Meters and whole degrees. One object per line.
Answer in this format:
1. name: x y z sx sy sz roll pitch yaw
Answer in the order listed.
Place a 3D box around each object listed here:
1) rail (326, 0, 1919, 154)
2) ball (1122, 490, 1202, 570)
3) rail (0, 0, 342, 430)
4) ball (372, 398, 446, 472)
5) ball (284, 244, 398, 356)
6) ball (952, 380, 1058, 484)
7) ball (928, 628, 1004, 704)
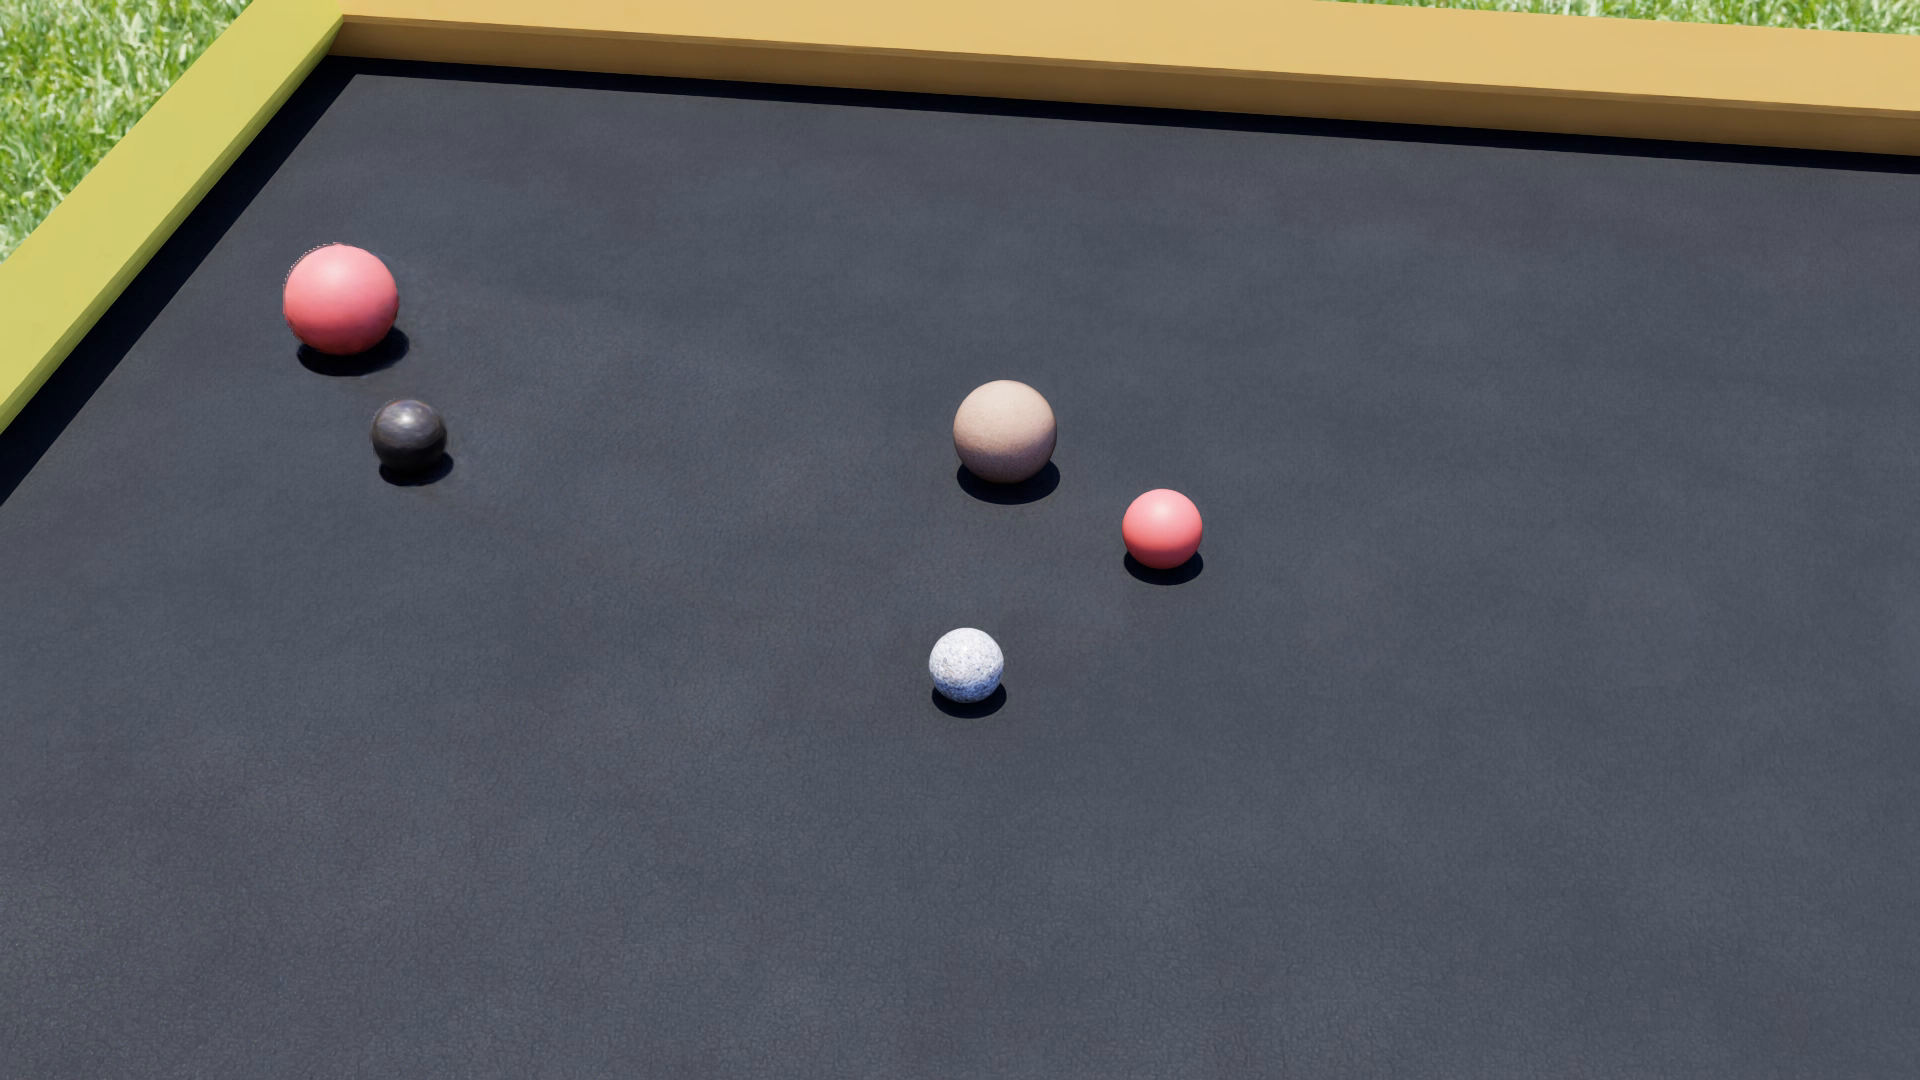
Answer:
1. rail: 0.929 -0.421 2.488 3.258 0.124 0.045 5 35 7
2. ball: 0.153 -0.008 1.945 0.061 0.061 0.061 0 35 0
3. rail: -0.782 -0.089 2.005 0.045 0.124 1.712 5 35 7
4. ball: -0.441 -0.083 2.056 0.059 0.059 0.059 0 35 0
5. ball: -0.530 -0.205 2.201 0.095 0.095 0.095 0 35 0
6. ball: 0.036 -0.086 2.038 0.083 0.083 0.083 0 35 0
7. ball: 0.005 0.089 1.811 0.054 0.054 0.054 0 35 0
